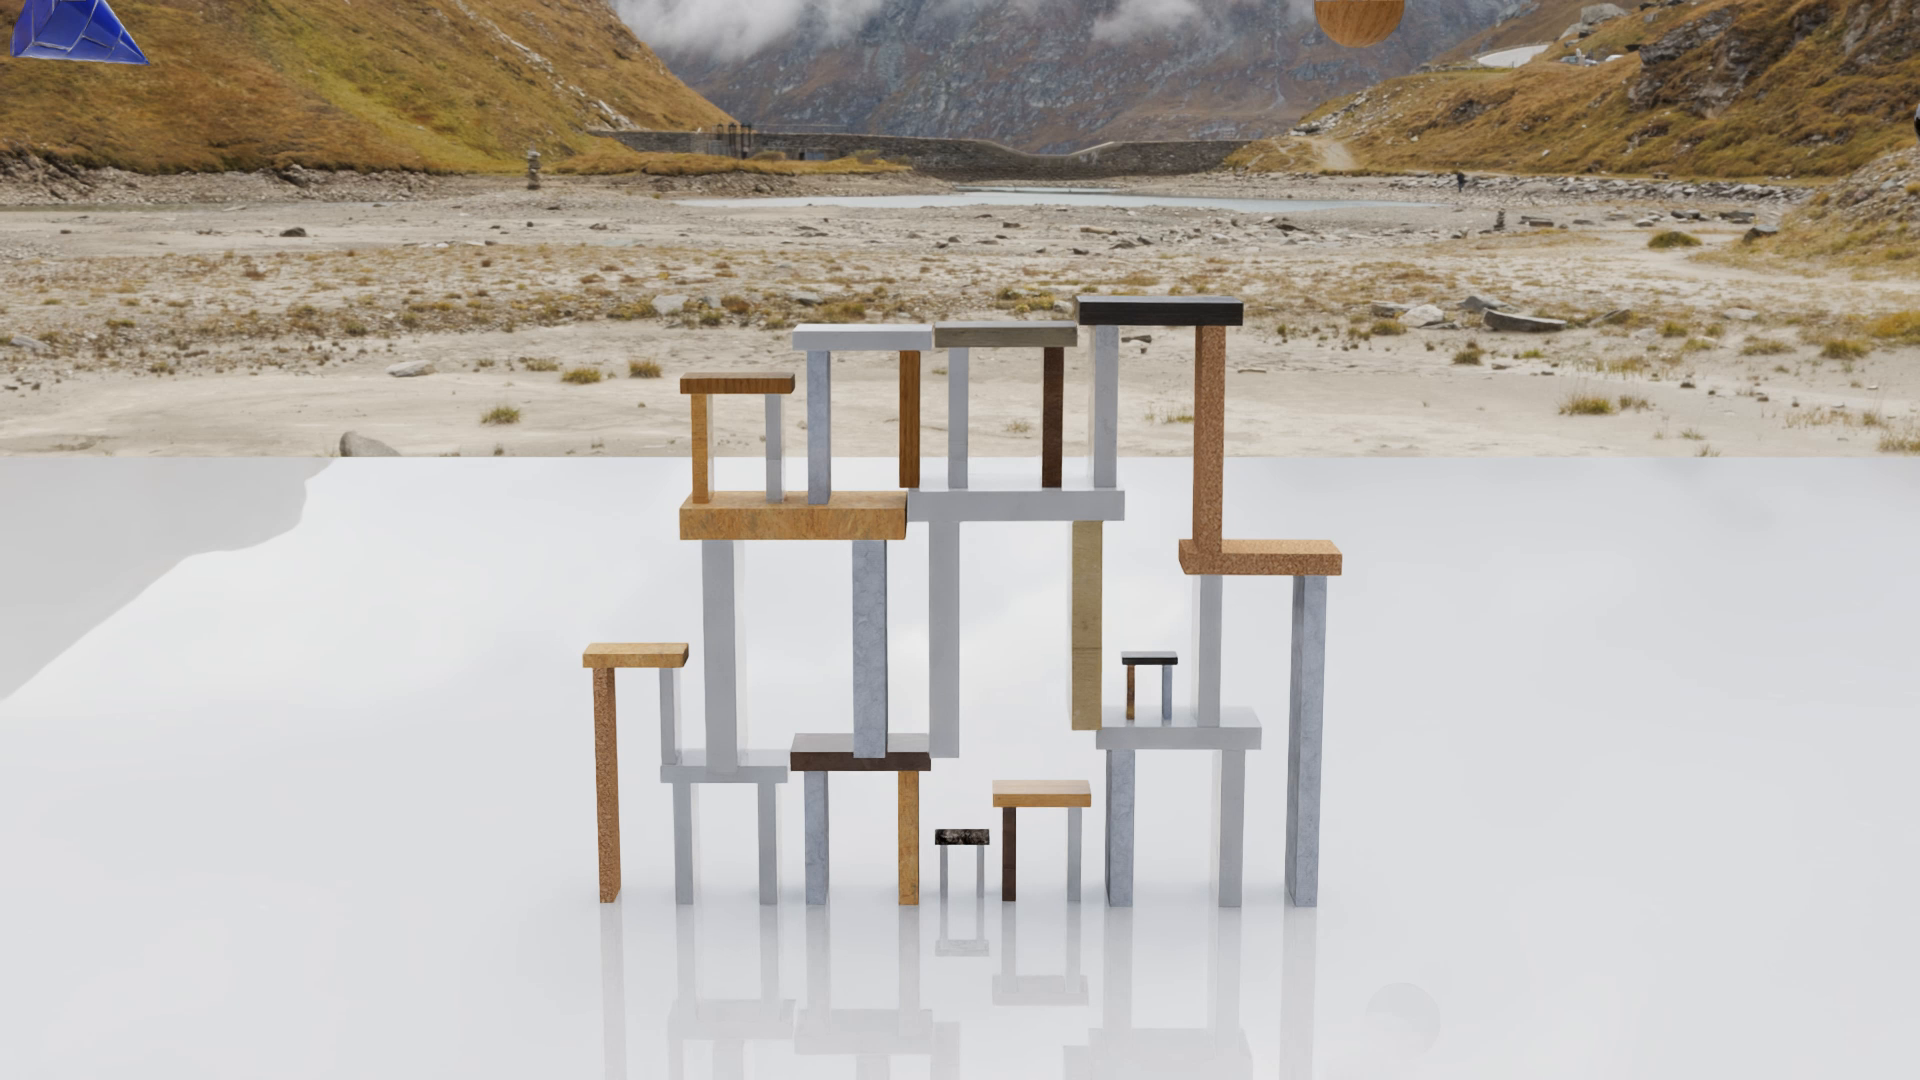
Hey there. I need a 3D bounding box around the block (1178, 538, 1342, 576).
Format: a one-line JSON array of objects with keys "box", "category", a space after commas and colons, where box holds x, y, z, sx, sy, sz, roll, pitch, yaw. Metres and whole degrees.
[{"box": [0.484, 0.027, 3.561, 0.249, 0.035, 0.125, 0, 11, 1], "category": "block"}]

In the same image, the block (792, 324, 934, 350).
[{"box": [-0.152, -0.322, 3.495, 0.218, 0.031, 0.109, 0, 11, 1], "category": "block"}]

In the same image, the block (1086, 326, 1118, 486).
[{"box": [0.228, -0.222, 3.523, 0.036, 0.256, 0.128, 0, 11, -1], "category": "block"}]

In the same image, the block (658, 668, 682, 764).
[{"box": [-0.474, 0.279, 3.606, 0.023, 0.162, 0.081, 0, 11, 1], "category": "block"}]

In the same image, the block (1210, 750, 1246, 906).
[{"box": [0.443, 0.458, 3.647, 0.038, 0.267, 0.134, 0, 11, 0], "category": "block"}]

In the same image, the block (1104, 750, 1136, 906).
[{"box": [0.265, 0.458, 3.647, 0.038, 0.267, 0.134, 0, 11, 0], "category": "block"}]

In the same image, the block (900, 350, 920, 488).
[{"box": [-0.080, -0.200, 3.517, 0.031, 0.218, 0.109, 0, 11, 0], "category": "block"}]

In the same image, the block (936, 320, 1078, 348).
[{"box": [0.072, -0.327, 3.490, 0.222, 0.031, 0.111, 0, 11, 0], "category": "block"}]

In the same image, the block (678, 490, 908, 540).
[{"box": [-0.264, -0.041, 3.551, 0.355, 0.050, 0.178, 0, 11, 0], "category": "block"}]

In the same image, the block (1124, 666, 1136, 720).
[{"box": [0.279, 0.244, 3.609, 0.013, 0.091, 0.045, 0, 10, 0], "category": "block"}]

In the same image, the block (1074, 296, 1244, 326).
[{"box": [0.314, -0.364, 3.493, 0.256, 0.036, 0.128, 0, 11, 0], "category": "block"}]

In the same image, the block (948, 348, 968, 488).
[{"box": [-0.003, -0.202, 3.514, 0.031, 0.222, 0.111, 0, 11, 0], "category": "block"}]

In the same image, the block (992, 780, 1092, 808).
[{"box": [0.135, 0.420, 3.641, 0.161, 0.023, 0.081, 0, 11, 0], "category": "block"}]

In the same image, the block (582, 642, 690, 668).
[{"box": [-0.528, 0.188, 3.591, 0.162, 0.023, 0.081, 0, 11, 0], "category": "block"}]

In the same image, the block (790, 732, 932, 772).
[{"box": [-0.161, 0.349, 3.625, 0.229, 0.032, 0.114, 0, 11, 0], "category": "block"}]

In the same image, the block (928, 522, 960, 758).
[{"box": [-0.026, 0.145, 3.578, 0.048, 0.385, 0.171, 0, 11, 0], "category": "block"}]

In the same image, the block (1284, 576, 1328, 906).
[{"box": [0.568, 0.318, 3.616, 0.035, 0.554, 0.125, 0, 11, 0], "category": "block"}]

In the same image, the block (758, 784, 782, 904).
[{"box": [-0.315, 0.488, 3.649, 0.029, 0.207, 0.103, 0, 11, 0], "category": "block"}]

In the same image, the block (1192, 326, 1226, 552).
[{"box": [0.399, -0.169, 3.532, 0.036, 0.360, 0.128, 0, 11, 1], "category": "block"}]

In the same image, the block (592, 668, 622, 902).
[{"box": [-0.582, 0.395, 3.629, 0.023, 0.398, 0.081, 0, 11, 0], "category": "block"}]

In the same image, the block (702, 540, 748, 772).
[{"box": [-0.383, 0.171, 3.590, 0.050, 0.380, 0.178, 0, 11, 0], "category": "block"}]

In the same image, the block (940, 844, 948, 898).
[{"box": [-0.027, 0.545, 3.665, 0.013, 0.091, 0.045, 0, 11, 0], "category": "block"}]

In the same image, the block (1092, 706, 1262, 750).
[{"box": [0.354, 0.308, 3.618, 0.267, 0.038, 0.134, 0, 11, 0], "category": "block"}]

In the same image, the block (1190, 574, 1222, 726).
[{"box": [0.401, 0.167, 3.587, 0.035, 0.249, 0.125, 0, 10, 0], "category": "block"}]

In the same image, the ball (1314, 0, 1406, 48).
[{"box": [1.039, -1.398, 5.720, 0.233, 0.233, 0.233, 0, 11, 0], "category": "ball"}]

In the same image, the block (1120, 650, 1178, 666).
[{"box": [0.309, 0.193, 3.599, 0.091, 0.013, 0.045, 0, 10, 1], "category": "block"}]

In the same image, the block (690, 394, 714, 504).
[{"box": [-0.413, -0.152, 3.533, 0.025, 0.175, 0.088, 0, 11, 0], "category": "block"}]

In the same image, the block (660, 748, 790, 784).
[{"box": [-0.384, 0.372, 3.628, 0.207, 0.029, 0.104, 0, 11, 0], "category": "block"}]

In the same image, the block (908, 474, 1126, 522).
[{"box": [0.088, -0.069, 3.541, 0.341, 0.048, 0.171, 0, 11, -1], "category": "block"}]

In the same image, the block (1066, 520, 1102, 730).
[{"box": [0.201, 0.122, 3.578, 0.048, 0.341, 0.171, 0, 11, 0], "category": "block"}]

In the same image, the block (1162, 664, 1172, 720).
[{"box": [0.340, 0.244, 3.609, 0.013, 0.091, 0.045, 0, 10, 0], "category": "block"}]

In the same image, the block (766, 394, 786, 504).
[{"box": [-0.296, -0.152, 3.533, 0.025, 0.175, 0.088, 0, 11, 0], "category": "block"}]

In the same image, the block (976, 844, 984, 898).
[{"box": [0.034, 0.545, 3.665, 0.013, 0.091, 0.045, 0, 11, 0], "category": "block"}]

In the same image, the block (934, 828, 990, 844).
[{"box": [0.004, 0.494, 3.655, 0.091, 0.013, 0.045, 0, 11, 0], "category": "block"}]

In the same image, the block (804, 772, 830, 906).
[{"box": [-0.237, 0.477, 3.650, 0.032, 0.229, 0.114, 0, 11, 0], "category": "block"}]

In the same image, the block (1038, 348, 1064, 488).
[{"box": [0.146, -0.203, 3.515, 0.031, 0.222, 0.111, 0, 11, -1], "category": "block"}]

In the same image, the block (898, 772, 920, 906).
[{"box": [-0.085, 0.477, 3.650, 0.032, 0.229, 0.114, 0, 11, 0], "category": "block"}]

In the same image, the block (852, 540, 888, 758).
[{"box": [-0.146, 0.159, 3.587, 0.050, 0.355, 0.178, 0, 11, 0], "category": "block"}]

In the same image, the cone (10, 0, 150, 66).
[{"box": [-1.945, -1.138, 4.955, 0.266, 0.266, 0.266, 29, -10, -38], "category": "cone"}]

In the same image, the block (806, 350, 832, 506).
[{"box": [-0.225, -0.186, 3.524, 0.031, 0.246, 0.109, 0, 11, 0], "category": "block"}]

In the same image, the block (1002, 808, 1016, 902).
[{"box": [0.081, 0.510, 3.658, 0.023, 0.161, 0.081, 0, 11, 0], "category": "block"}]

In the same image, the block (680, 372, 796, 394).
[{"box": [-0.354, -0.251, 3.514, 0.175, 0.025, 0.088, 0, 11, 0], "category": "block"}]

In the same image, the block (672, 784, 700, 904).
[{"box": [-0.453, 0.488, 3.649, 0.029, 0.207, 0.104, 0, 11, 0], "category": "block"}]

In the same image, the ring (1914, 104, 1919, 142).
[{"box": [2.630, -1.069, 5.699, 0.301, 0.301, 0.100, 0, -31, 2], "category": "ring"}]

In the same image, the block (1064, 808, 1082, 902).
[{"box": [0.188, 0.510, 3.658, 0.023, 0.161, 0.081, 0, 11, 0], "category": "block"}]
